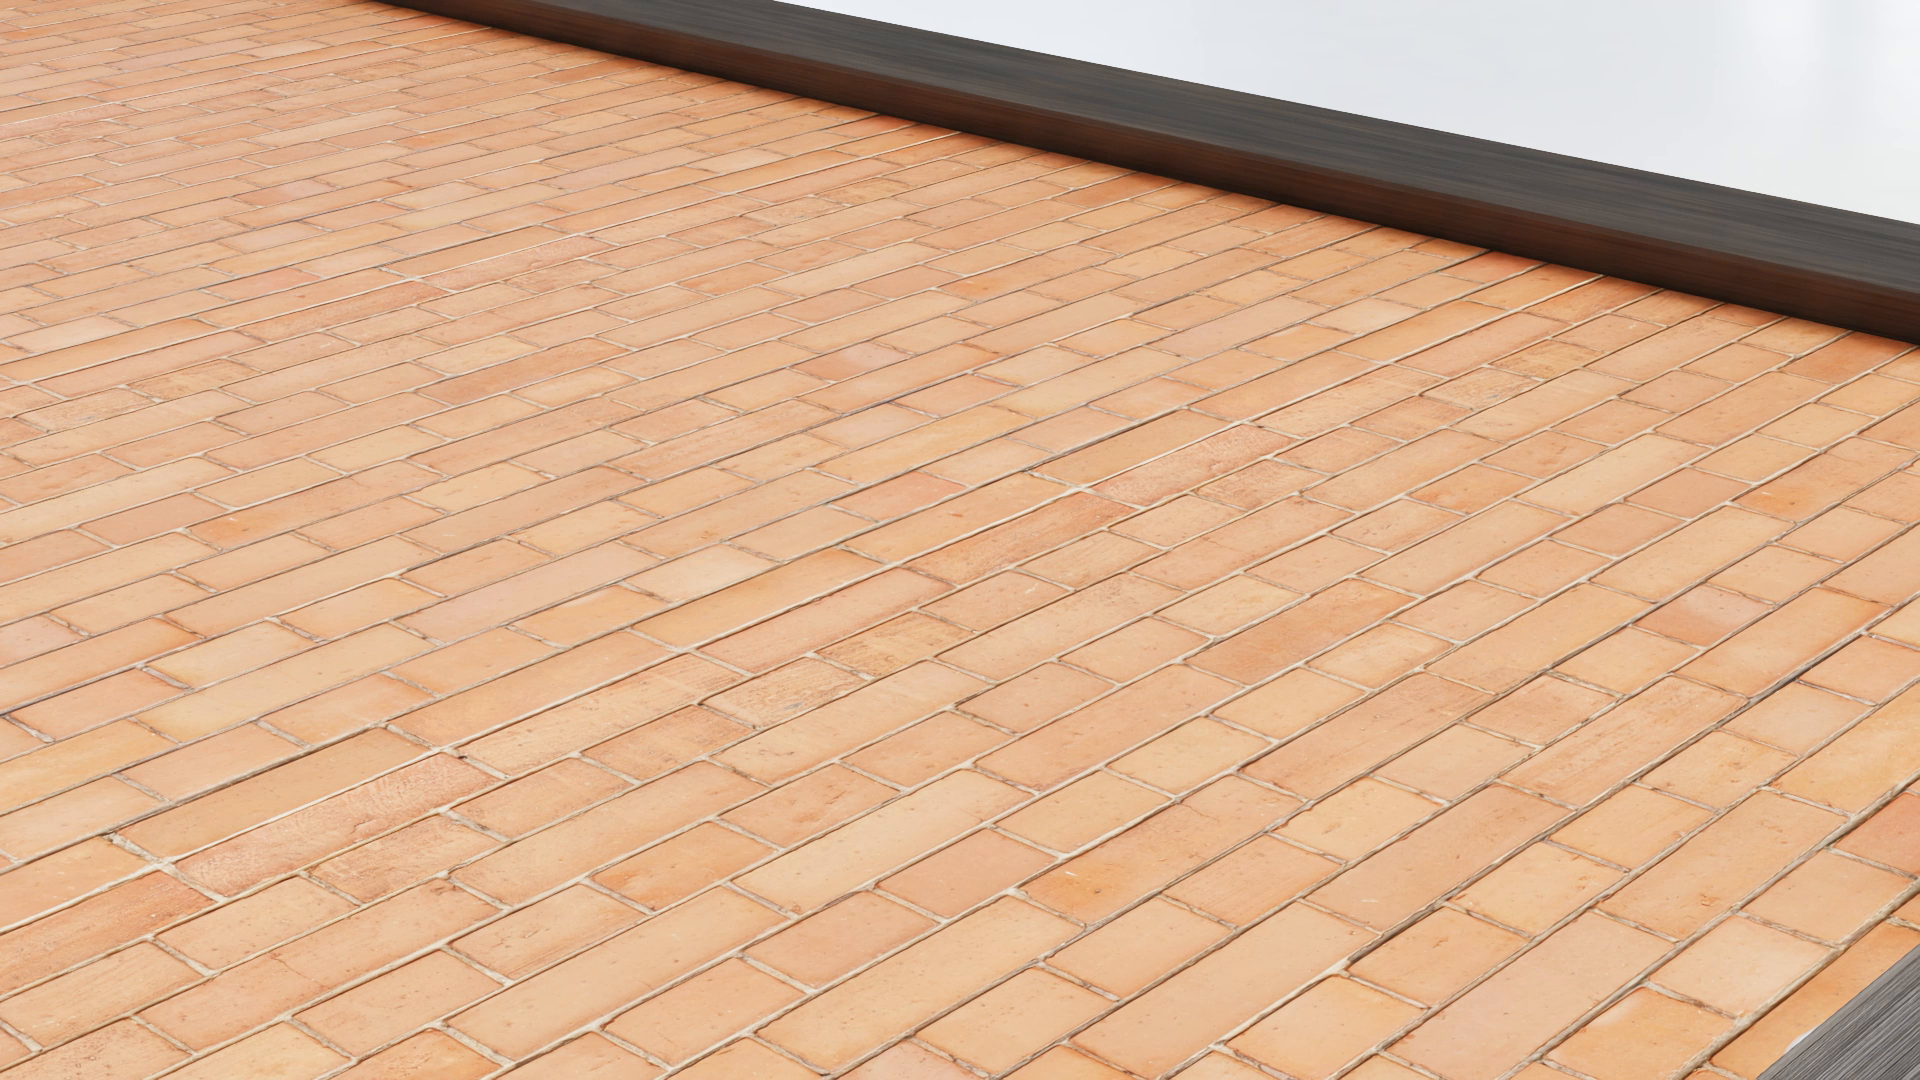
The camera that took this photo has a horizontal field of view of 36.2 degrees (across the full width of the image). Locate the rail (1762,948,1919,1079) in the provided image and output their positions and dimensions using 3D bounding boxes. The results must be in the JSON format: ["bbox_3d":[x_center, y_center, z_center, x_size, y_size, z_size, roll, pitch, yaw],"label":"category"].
[{"bbox_3d":[0.732,0.210,1.934,0.045,0.129,2.299,19,29,39],"label":"rail"}]

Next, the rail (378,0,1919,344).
[{"bbox_3d":[0.009,-0.605,3.957,4.055,0.129,0.045,19,29,39],"label":"rail"}]

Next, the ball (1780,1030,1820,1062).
[{"bbox_3d":[0.519,0.320,1.769,0.050,0.050,0.050,0,22,0],"label":"ball"}]
